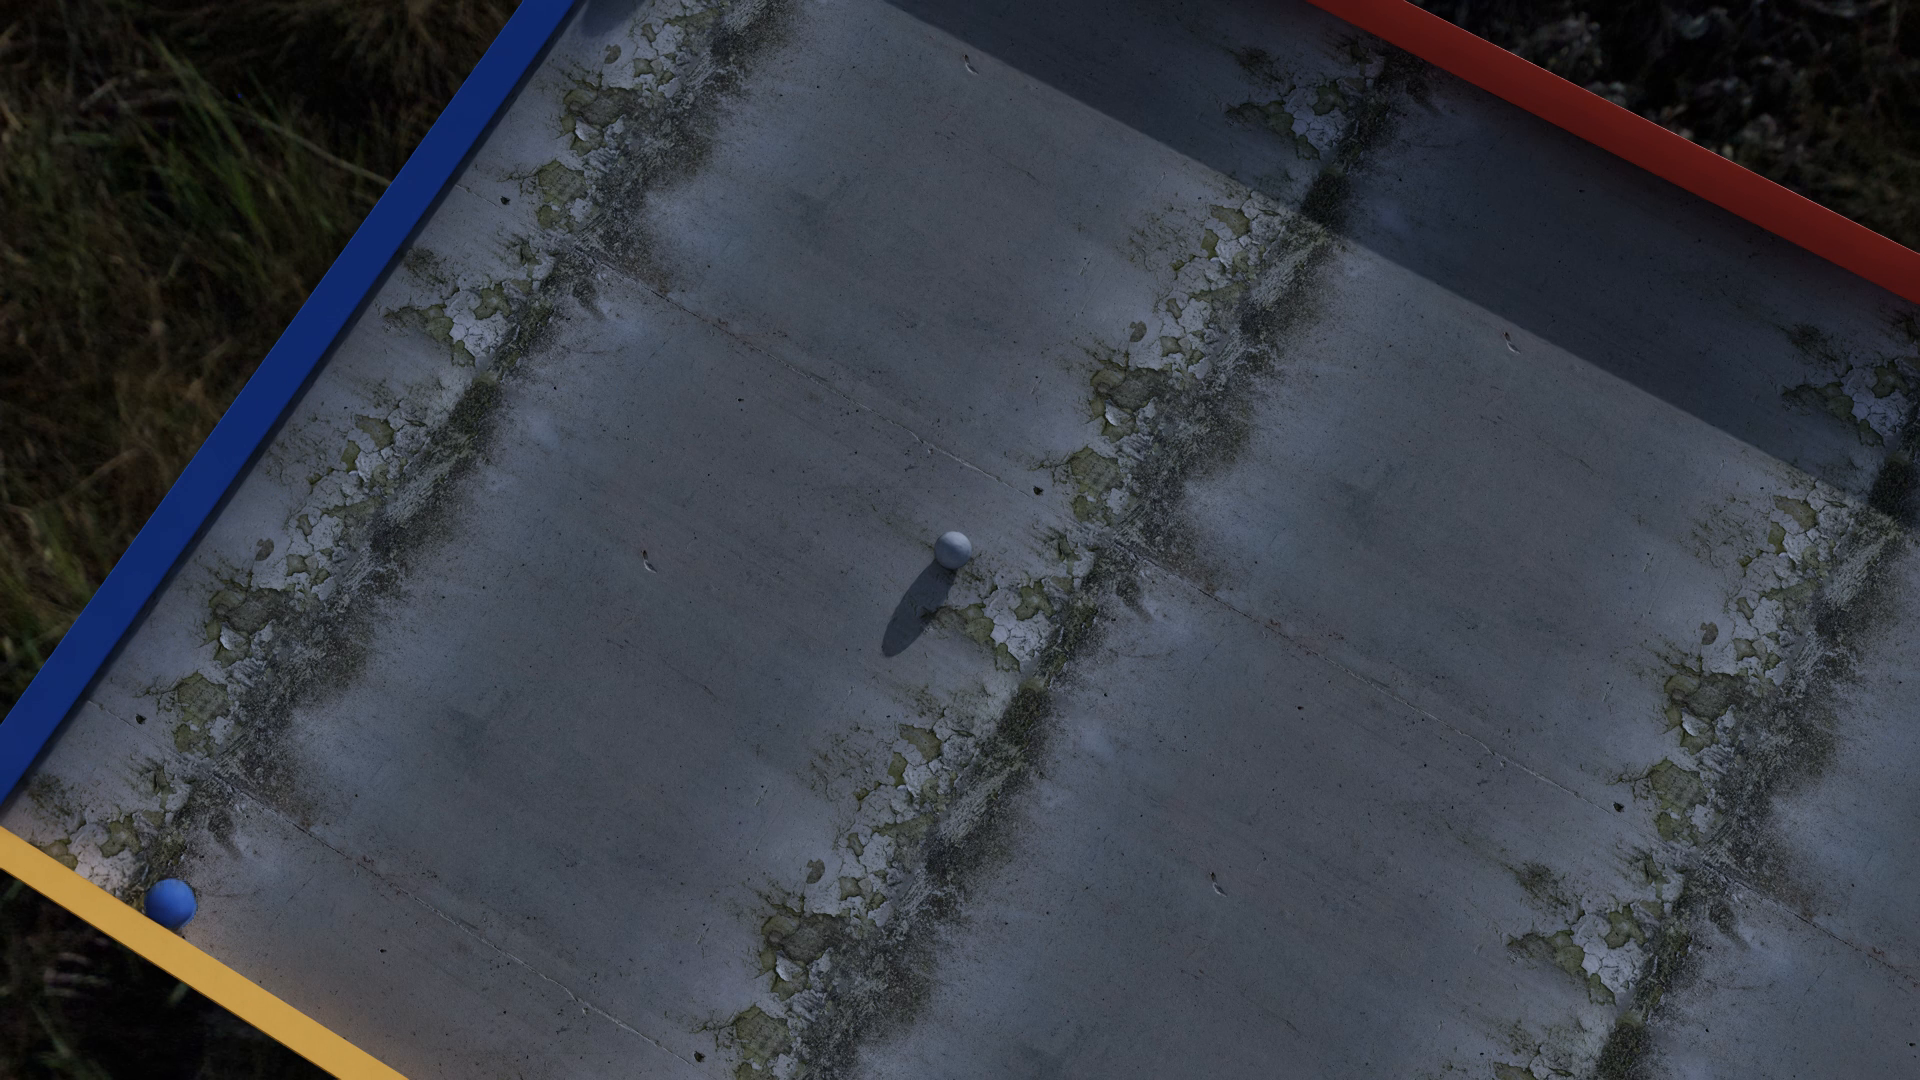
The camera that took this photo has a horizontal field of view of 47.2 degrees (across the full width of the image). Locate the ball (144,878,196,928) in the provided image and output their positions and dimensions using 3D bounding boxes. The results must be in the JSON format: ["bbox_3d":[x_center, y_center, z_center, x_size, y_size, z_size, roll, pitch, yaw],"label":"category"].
[{"bbox_3d":[-1.157,0.532,3.220,0.071,0.071,0.071,0,73,0],"label":"ball"}]

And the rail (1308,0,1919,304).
[{"bbox_3d":[1.479,-0.419,3.493,4.256,0.112,0.045,29,75,9],"label":"rail"}]

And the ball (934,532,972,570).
[{"bbox_3d":[-0.011,0.016,3.387,0.059,0.059,0.059,0,73,0],"label":"ball"}]

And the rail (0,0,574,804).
[{"bbox_3d":[-0.901,-0.503,3.519,0.045,0.112,2.277,29,75,9],"label":"rail"}]

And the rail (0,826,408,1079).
[{"bbox_3d":[0.364,1.424,2.921,4.256,0.112,0.045,29,75,9],"label":"rail"}]
